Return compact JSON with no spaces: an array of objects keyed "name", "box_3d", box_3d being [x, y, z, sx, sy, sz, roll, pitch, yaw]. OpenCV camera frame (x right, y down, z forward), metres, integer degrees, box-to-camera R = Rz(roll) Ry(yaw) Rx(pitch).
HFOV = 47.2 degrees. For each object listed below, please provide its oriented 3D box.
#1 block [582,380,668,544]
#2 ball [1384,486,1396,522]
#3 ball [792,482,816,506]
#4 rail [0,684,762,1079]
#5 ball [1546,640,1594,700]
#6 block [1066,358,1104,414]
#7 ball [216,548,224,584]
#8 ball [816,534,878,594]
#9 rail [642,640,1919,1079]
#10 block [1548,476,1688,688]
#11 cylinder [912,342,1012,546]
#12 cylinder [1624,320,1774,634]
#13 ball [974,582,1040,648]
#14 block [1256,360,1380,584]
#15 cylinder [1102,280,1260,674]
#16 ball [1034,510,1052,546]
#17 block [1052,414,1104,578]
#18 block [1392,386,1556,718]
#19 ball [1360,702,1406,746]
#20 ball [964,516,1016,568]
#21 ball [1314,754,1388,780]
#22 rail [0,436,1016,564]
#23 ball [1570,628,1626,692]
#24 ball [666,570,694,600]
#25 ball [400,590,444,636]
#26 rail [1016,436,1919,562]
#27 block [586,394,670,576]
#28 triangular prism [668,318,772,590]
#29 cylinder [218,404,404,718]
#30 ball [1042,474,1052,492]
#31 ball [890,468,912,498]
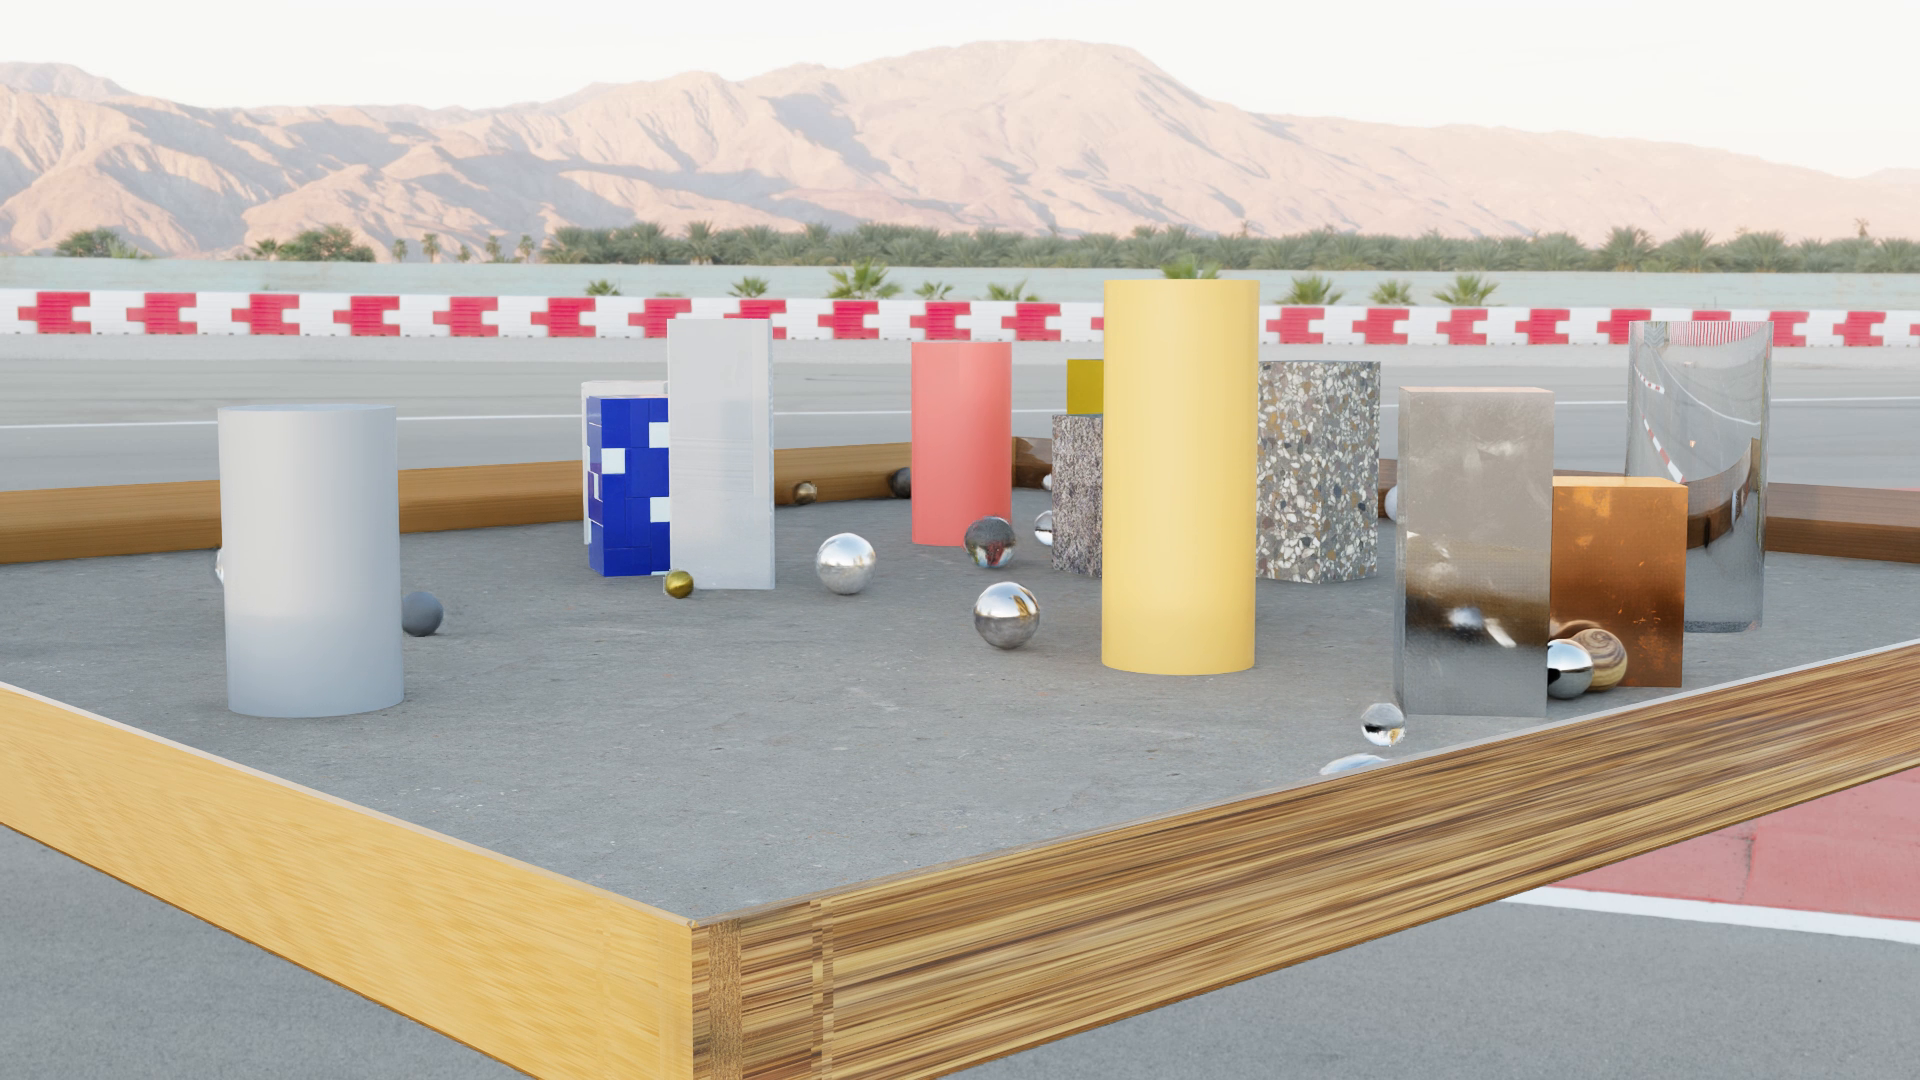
[{"name":"block","box_3d":[-0.638,-0.152,4.232,0.154,0.305,0.154,0,6,-2]},{"name":"ball","box_3d":[0.921,-0.074,4.550,0.084,0.084,0.084,0,6,0]},{"name":"ball","box_3d":[-0.354,-0.104,4.990,0.052,0.052,0.052,0,6,0]},{"name":"rail","box_3d":[-1.151,0.144,2.276,0.045,0.125,3.033,-6,8,-42]},{"name":"ball","box_3d":[0.689,0.148,2.512,0.069,0.069,0.069,0,6,0]},{"name":"block","box_3d":[0.304,-0.162,4.115,0.154,0.350,0.154,-3,7,-26]},{"name":"ball","box_3d":[-1.126,0.038,3.461,0.088,0.088,0.088,0,6,0]},{"name":"ball","box_3d":[-0.177,0.037,3.434,0.096,0.096,0.096,0,6,0]},{"name":"rail","box_3d":[1.012,0.147,2.241,3.180,0.125,0.045,-6,8,-42]},{"name":"block","box_3d":[0.782,0.047,2.663,0.154,0.237,0.154,1,6,6]},{"name":"cylinder","box_3d":[0.003,-0.188,4.212,0.192,0.381,0.192,0,6,0]},{"name":"cylinder","box_3d":[1.037,-0.094,3.101,0.192,0.427,0.192,0,6,0]},{"name":"ball","box_3d":[0.061,0.099,2.888,0.088,0.088,0.088,0,6,0]},{"name":"block","box_3d":[0.587,-0.118,3.660,0.154,0.358,0.154,-6,8,-43]},{"name":"cylinder","box_3d":[0.275,-0.084,2.752,0.192,0.479,0.192,0,6,0]},{"name":"ball","box_3d":[0.173,-0.022,4.148,0.065,0.065,0.065,0,6,0]},{"name":"block","box_3d":[0.263,-0.079,3.735,0.154,0.264,0.154,-3,7,-30]},{"name":"block","box_3d":[0.573,0.009,2.469,0.154,0.355,0.154,1,6,7]},{"name":"ball","box_3d":[0.432,0.188,2.245,0.045,0.045,0.045,0,6,0]},{"name":"ball","box_3d":[0.051,0.003,3.784,0.090,0.090,0.090,0,6,0]},{"name":"ball","box_3d":[0.322,0.216,1.768,0.089,0.089,0.089,0,6,0]},{"name":"rail","box_3d":[-1.012,-0.082,4.423,3.180,0.125,0.045,-6,8,-42]},{"name":"ball","box_3d":[0.739,0.140,2.563,0.073,0.073,0.073,0,6,0]},{"name":"ball","box_3d":[-0.431,0.068,3.383,0.045,0.045,0.045,0,6,0]},{"name":"ball","box_3d":[-0.735,0.100,2.993,0.063,0.063,0.063,0,6,0]},{"name":"rail","box_3d":[1.151,-0.079,4.388,0.045,0.125,3.033,-6,8,-42]},{"name":"block","box_3d":[-0.545,-0.096,3.746,0.154,0.296,0.154,-2,6,-19]},{"name":"triangular prism","box_3d":[-0.372,-0.143,3.561,0.166,0.428,0.144,1,6,7]},{"name":"cylinder","box_3d":[-0.731,0.018,2.481,0.192,0.334,0.192,0,6,0]},{"name":"ball","box_3d":[0.222,-0.139,5.362,0.044,0.044,0.044,0,6,0]},{"name":"ball","box_3d":[-0.128,-0.133,5.168,0.073,0.073,0.073,0,6,0]}]
